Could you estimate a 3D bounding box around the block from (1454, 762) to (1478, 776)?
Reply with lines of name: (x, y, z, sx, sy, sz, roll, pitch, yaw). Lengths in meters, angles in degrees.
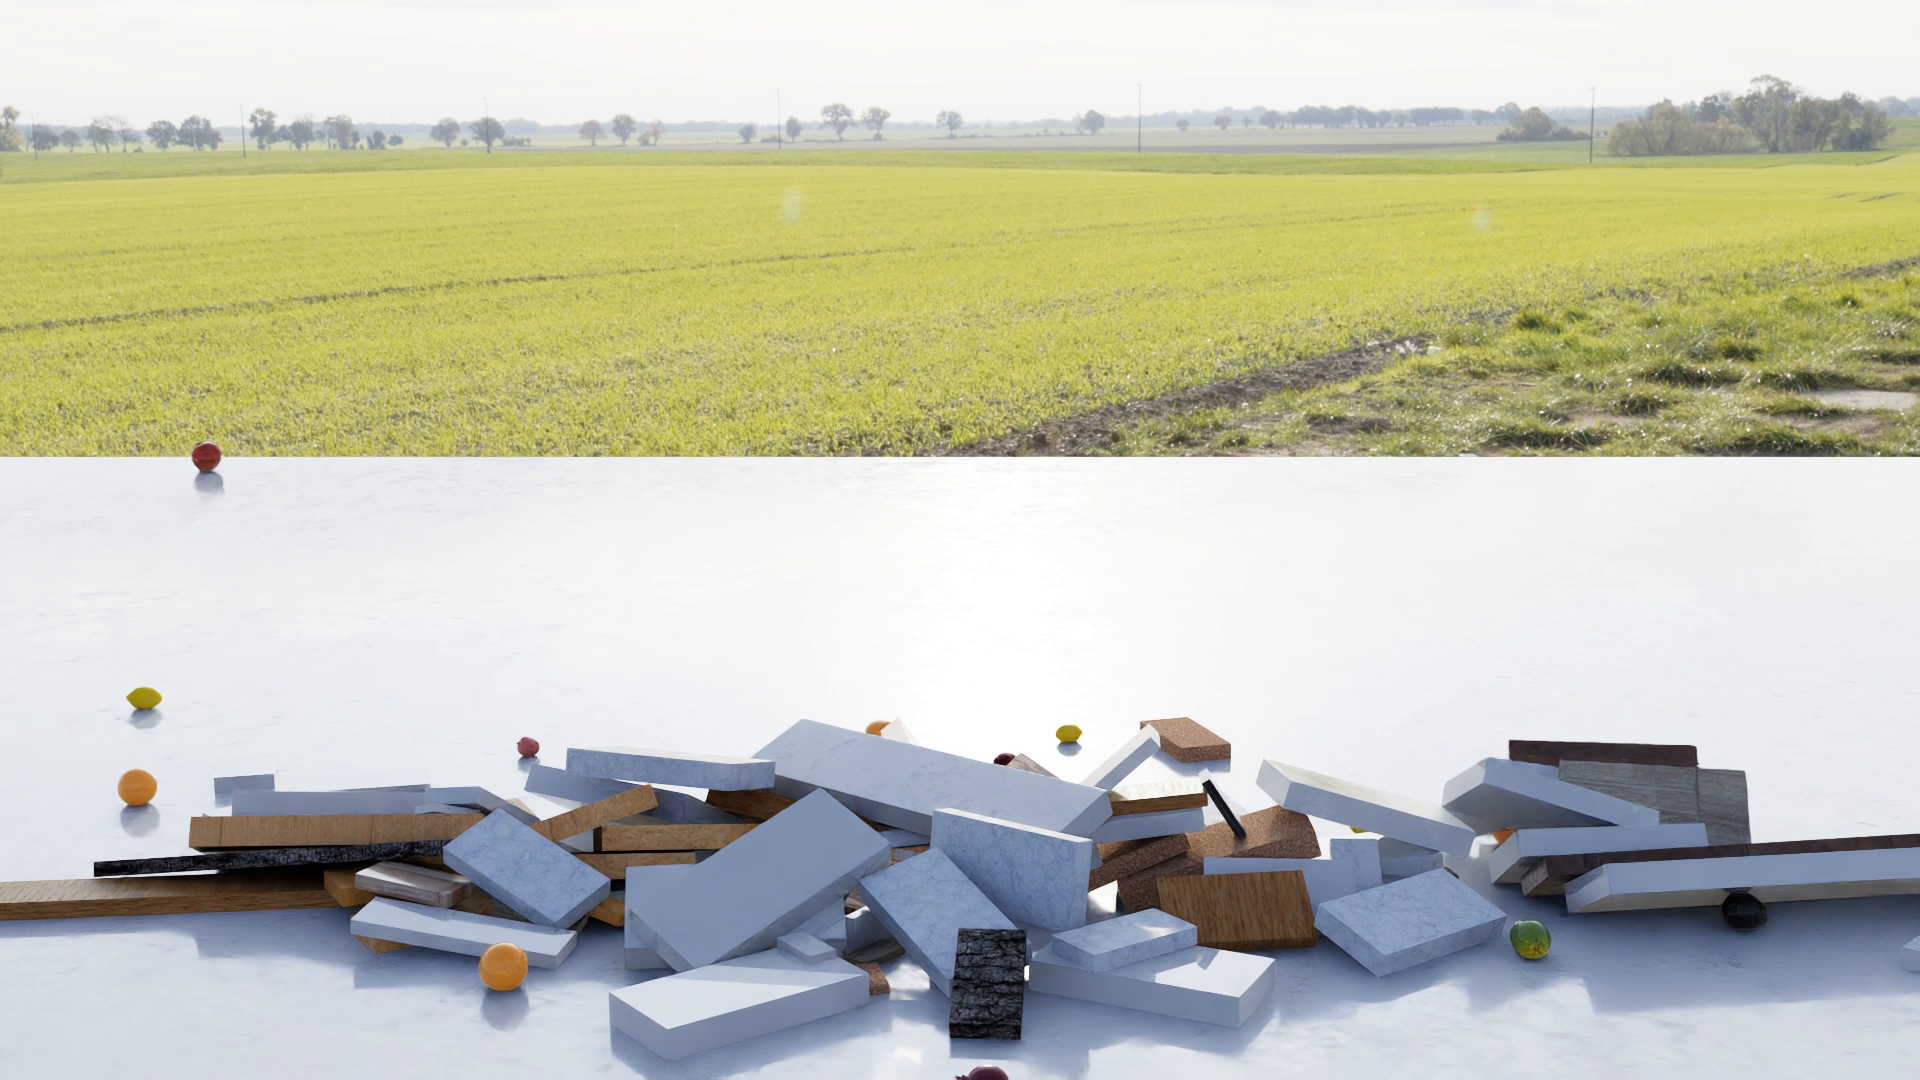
block: (1.106, 0.475, 4.158, 0.337, 0.048, 0.168, 2, 11, 12)

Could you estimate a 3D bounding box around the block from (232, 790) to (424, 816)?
block: (-1.074, 0.469, 3.873, 0.356, 0.050, 0.178, 0, -6, 2)

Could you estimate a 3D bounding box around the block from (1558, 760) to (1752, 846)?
block: (1.225, 0.478, 3.890, 0.319, 0.045, 0.159, 2, 52, 11)

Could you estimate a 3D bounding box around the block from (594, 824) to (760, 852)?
block: (-0.467, 0.502, 3.708, 0.286, 0.041, 0.143, 1, -9, -15)

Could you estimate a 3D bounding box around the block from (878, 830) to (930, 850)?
block: (-0.101, 0.528, 3.761, 0.210, 0.030, 0.105, -3, -28, -17)

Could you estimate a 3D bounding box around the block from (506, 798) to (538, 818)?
block: (-0.826, 0.513, 4.014, 0.090, 0.026, 0.181, -5, 12, -26)

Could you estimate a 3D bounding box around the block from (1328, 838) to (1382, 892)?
block: (0.641, 0.553, 3.546, 0.077, 0.022, 0.153, 0, 52, 1)

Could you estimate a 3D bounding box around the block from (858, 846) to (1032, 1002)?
block: (-0.025, 0.579, 3.343, 0.142, 0.040, 0.283, -20, 33, -23)

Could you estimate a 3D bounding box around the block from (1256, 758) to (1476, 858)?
block: (0.676, 0.447, 3.675, 0.331, 0.047, 0.166, 16, 5, -10)

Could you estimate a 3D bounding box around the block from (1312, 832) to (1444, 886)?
block: (0.617, 0.544, 3.664, 0.331, 0.047, 0.166, -6, 9, -8)

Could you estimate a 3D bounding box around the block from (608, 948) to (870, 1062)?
block: (-0.316, 0.659, 3.166, 0.335, 0.047, 0.167, -8, 13, -37)

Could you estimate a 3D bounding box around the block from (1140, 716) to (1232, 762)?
block: (0.464, 0.412, 4.544, 0.109, 0.031, 0.219, -3, 11, -18)

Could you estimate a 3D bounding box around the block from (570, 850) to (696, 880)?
block: (-0.586, 0.540, 3.651, 0.286, 0.041, 0.143, 0, -7, -9)

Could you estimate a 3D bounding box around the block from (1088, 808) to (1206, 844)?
block: (0.276, 0.463, 3.649, 0.243, 0.034, 0.122, -7, 10, 0)

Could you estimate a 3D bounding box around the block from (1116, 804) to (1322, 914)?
block: (0.421, 0.522, 3.643, 0.331, 0.047, 0.166, -17, 10, 3)

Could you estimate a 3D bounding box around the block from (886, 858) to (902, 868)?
block: (-0.099, 0.553, 3.585, 0.237, 0.018, 0.063, 7, 42, 15)

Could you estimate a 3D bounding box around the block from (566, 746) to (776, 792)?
block: (-0.507, 0.399, 3.857, 0.327, 0.046, 0.163, 3, -2, 23)

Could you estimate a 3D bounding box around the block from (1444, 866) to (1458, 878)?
block: (0.772, 0.564, 3.678, 0.109, 0.015, 0.054, -1, 8, -9)

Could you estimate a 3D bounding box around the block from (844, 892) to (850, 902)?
block: (-0.164, 0.583, 3.650, 0.145, 0.021, 0.072, 0, 11, -1)

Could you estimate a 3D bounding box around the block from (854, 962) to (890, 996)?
block: (-0.137, 0.655, 3.282, 0.046, 0.013, 0.093, -3, 11, -13)

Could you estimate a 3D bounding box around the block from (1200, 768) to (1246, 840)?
block: (0.433, 0.435, 3.627, 0.016, 0.114, 0.057, -33, 8, 8)

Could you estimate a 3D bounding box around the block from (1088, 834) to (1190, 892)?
block: (0.251, 0.530, 3.657, 0.243, 0.034, 0.121, -22, 10, -7)

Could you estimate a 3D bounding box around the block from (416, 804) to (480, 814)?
block: (-0.865, 0.460, 3.716, 0.049, 0.014, 0.098, -14, -21, 36)

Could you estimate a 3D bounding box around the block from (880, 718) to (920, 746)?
block: (-0.068, 0.440, 4.063, 0.044, 0.156, 0.311, -37, 13, 0)

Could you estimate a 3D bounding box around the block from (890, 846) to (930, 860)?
block: (-0.061, 0.542, 3.719, 0.210, 0.030, 0.105, -3, -18, -17)

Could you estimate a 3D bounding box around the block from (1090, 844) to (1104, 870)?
block: (0.109, 0.542, 3.638, 0.243, 0.034, 0.121, -17, 10, -1)

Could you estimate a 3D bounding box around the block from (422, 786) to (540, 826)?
block: (-0.827, 0.472, 3.812, 0.105, 0.030, 0.210, -4, -24, 19)

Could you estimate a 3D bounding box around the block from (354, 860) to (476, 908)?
block: (-0.868, 0.548, 3.509, 0.170, 0.024, 0.085, 9, 11, 19)

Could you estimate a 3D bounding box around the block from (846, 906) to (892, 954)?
block: (-0.135, 0.601, 3.437, 0.018, 0.063, 0.125, 7, 13, 32)

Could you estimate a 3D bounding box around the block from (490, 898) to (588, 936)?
block: (-0.669, 0.594, 3.498, 0.141, 0.020, 0.071, 14, 14, 3)

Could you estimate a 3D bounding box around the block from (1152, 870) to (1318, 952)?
block: (0.429, 0.581, 3.434, 0.238, 0.034, 0.119, -2, 51, -8)

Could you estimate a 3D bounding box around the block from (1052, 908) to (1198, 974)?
block: (0.247, 0.598, 3.293, 0.200, 0.028, 0.100, -8, 13, -35)

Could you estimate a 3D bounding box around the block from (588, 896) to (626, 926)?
block: (-0.587, 0.585, 3.534, 0.141, 0.020, 0.071, 16, 4, 22)

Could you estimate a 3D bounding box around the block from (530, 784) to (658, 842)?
block: (-0.652, 0.476, 3.700, 0.286, 0.041, 0.143, -19, -3, -10)

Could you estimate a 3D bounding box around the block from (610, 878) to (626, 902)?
block: (-0.596, 0.582, 3.656, 0.141, 0.020, 0.071, -1, 11, -6)

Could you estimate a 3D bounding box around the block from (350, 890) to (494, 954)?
block: (-0.848, 0.606, 3.501, 0.212, 0.030, 0.106, -7, 13, -35)

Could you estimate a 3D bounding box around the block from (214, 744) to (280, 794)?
block: (-1.406, 0.449, 4.340, 0.111, 0.031, 0.222, -3, 11, -14)
